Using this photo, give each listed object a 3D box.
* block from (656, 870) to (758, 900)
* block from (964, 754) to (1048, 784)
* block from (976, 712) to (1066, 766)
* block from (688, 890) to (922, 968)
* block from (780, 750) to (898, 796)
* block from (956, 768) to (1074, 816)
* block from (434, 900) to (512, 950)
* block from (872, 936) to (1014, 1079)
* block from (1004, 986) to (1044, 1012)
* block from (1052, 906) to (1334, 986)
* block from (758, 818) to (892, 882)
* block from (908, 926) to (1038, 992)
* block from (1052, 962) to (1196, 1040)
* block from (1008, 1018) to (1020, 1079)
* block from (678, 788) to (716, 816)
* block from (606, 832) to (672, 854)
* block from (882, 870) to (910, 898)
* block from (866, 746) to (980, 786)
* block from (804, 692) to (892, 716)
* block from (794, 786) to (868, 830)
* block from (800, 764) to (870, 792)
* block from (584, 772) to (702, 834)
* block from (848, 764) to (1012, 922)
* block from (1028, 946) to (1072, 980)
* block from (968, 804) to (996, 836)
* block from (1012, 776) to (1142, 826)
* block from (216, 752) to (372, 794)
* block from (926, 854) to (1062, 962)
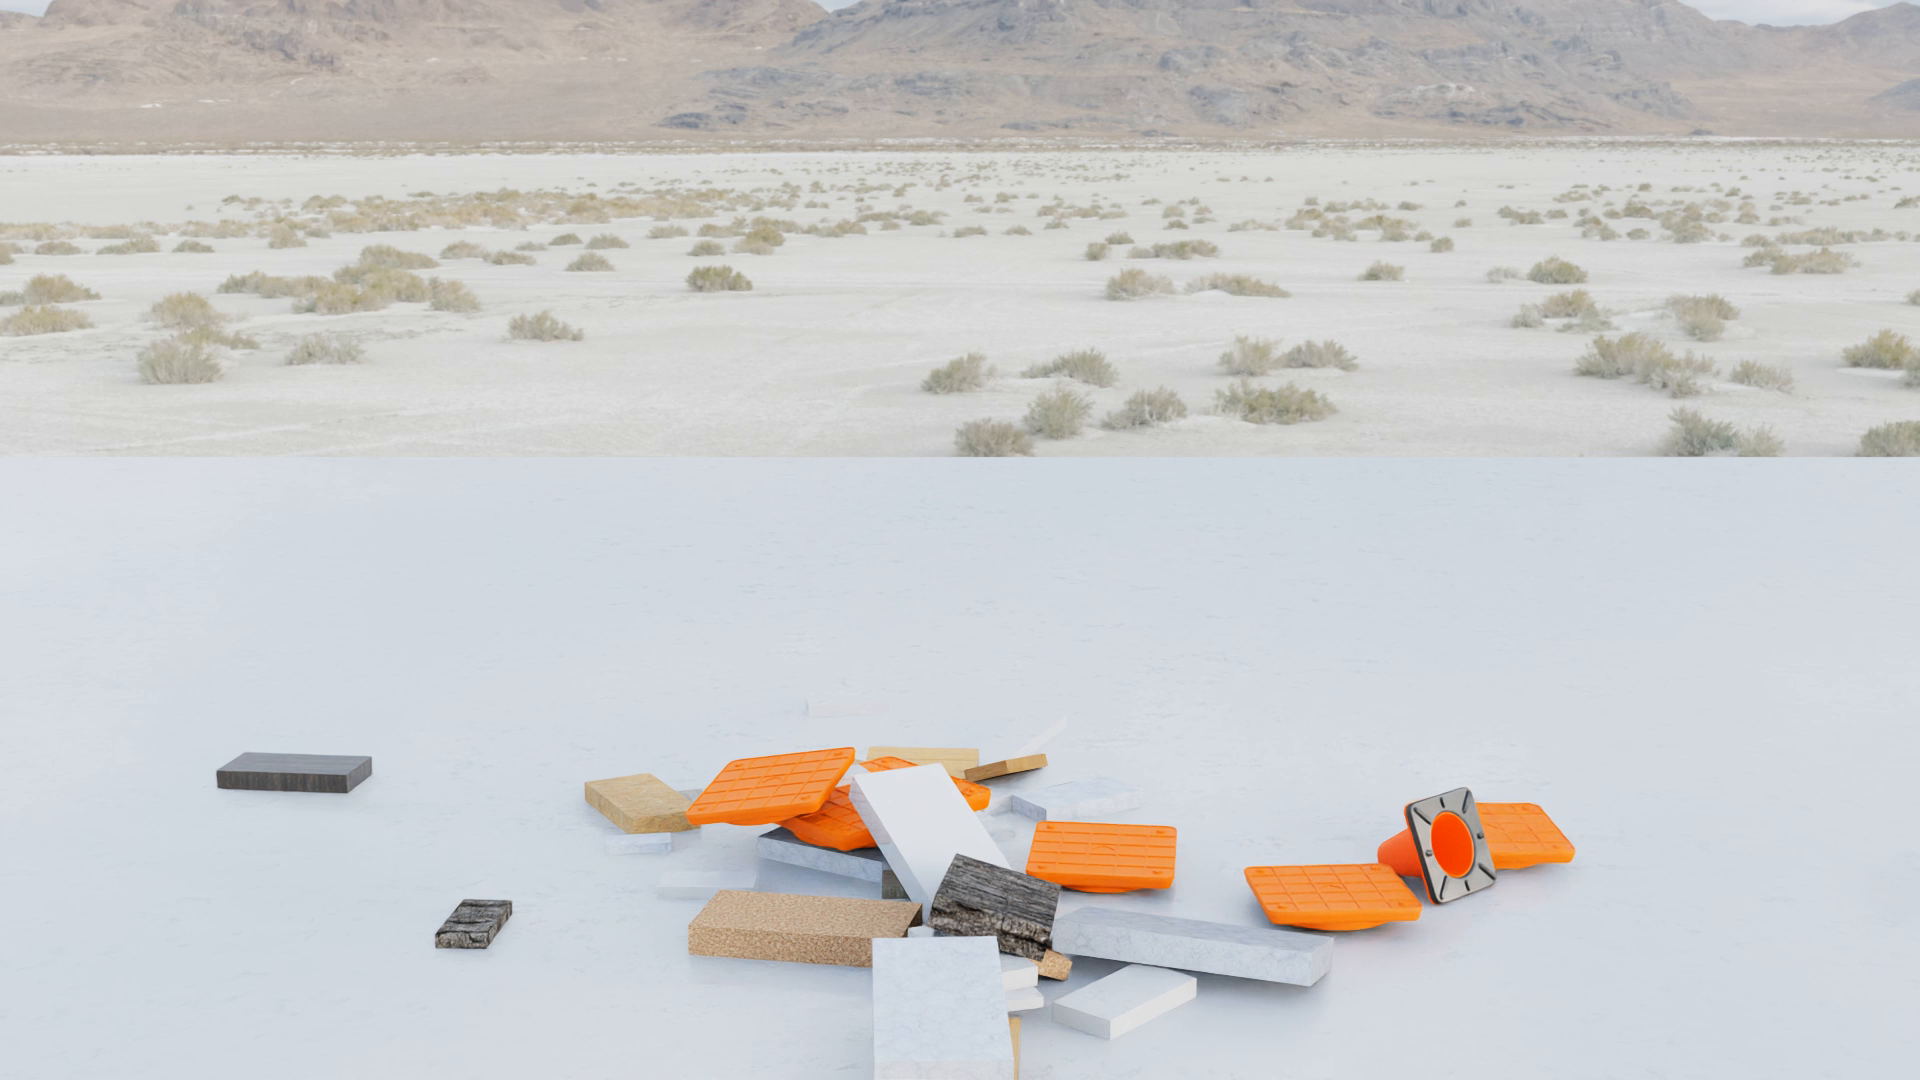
[{"bbox_3d":[-0.421,0.577,3.676,0.160,0.023,0.080,0,11,2],"label":"block"},{"bbox_3d":[0.090,0.440,4.243,0.091,0.026,0.182,-16,-8,25],"label":"block"},{"bbox_3d":[0.104,0.420,4.512,0.091,0.026,0.429,4,11,22],"label":"block"},{"bbox_3d":[-0.239,0.608,3.442,0.334,0.047,0.167,2,11,11],"label":"block"},{"bbox_3d":[-0.225,0.446,4.187,0.221,0.031,0.111,8,13,40],"label":"block"},{"bbox_3d":[0.100,0.479,4.184,0.217,0.031,0.108,-8,13,-35],"label":"block"},{"bbox_3d":[-0.772,0.610,3.498,0.080,0.023,0.160,1,11,3],"label":"block"},{"bbox_3d":[-0.028,0.633,2.946,0.176,0.050,0.352,0,16,-3],"label":"block"},{"bbox_3d":[0.071,0.645,3.158,0.058,0.016,0.115,-2,12,-20],"label":"block"},{"bbox_3d":[0.353,0.612,3.330,0.393,0.047,0.167,4,0,20],"label":"block"},{"bbox_3d":[-0.208,0.540,3.840,0.261,0.037,0.131,6,12,31],"label":"block"},{"bbox_3d":[0.017,0.609,3.215,0.104,0.030,0.209,-4,12,-27],"label":"block"},{"bbox_3d":[0.239,0.665,3.184,0.104,0.030,0.209,9,14,40],"label":"block"},{"bbox_3d":[-0.020,0.736,2.746,0.176,0.050,0.590,1,11,3],"label":"block"},{"bbox_3d":[-0.501,0.494,4.140,0.057,0.016,0.114,-4,11,-21],"label":"block"},{"bbox_3d":[-0.571,0.538,3.903,0.114,0.016,0.057,-2,11,-9],"label":"block"},{"bbox_3d":[-0.050,0.576,3.682,0.160,0.023,0.080,0,11,-1],"label":"block"},{"bbox_3d":[-0.075,0.446,4.279,0.217,0.031,0.108,1,27,5],"label":"block"},{"bbox_3d":[-0.247,0.360,4.839,0.182,0.026,0.091,-2,11,-10],"label":"block"},{"bbox_3d":[-0.209,0.495,4.097,0.108,0.031,0.217,-7,13,-34],"label":"block"},{"bbox_3d":[-0.225,0.429,3.958,0.114,0.016,0.057,-9,12,-23],"label":"block"},{"bbox_3d":[-0.592,0.492,4.093,0.131,0.037,0.261,-6,12,-28],"label":"block"},{"bbox_3d":[-0.042,0.502,3.658,0.167,0.047,0.334,-5,35,-27],"label":"block"},{"bbox_3d":[0.075,0.614,3.361,0.104,0.030,0.209,19,1,-27],"label":"block"},{"bbox_3d":[-0.051,0.501,4.061,0.111,0.031,0.272,-6,12,-29],"label":"block"},{"bbox_3d":[0.220,0.488,4.130,0.221,0.031,0.111,-7,13,-33],"label":"block"},{"bbox_3d":[-1.299,0.454,4.299,0.261,0.037,0.130,1,11,6],"label":"block"},{"bbox_3d":[0.056,0.557,3.355,0.176,0.050,0.352,16,3,4],"label":"block"}]
